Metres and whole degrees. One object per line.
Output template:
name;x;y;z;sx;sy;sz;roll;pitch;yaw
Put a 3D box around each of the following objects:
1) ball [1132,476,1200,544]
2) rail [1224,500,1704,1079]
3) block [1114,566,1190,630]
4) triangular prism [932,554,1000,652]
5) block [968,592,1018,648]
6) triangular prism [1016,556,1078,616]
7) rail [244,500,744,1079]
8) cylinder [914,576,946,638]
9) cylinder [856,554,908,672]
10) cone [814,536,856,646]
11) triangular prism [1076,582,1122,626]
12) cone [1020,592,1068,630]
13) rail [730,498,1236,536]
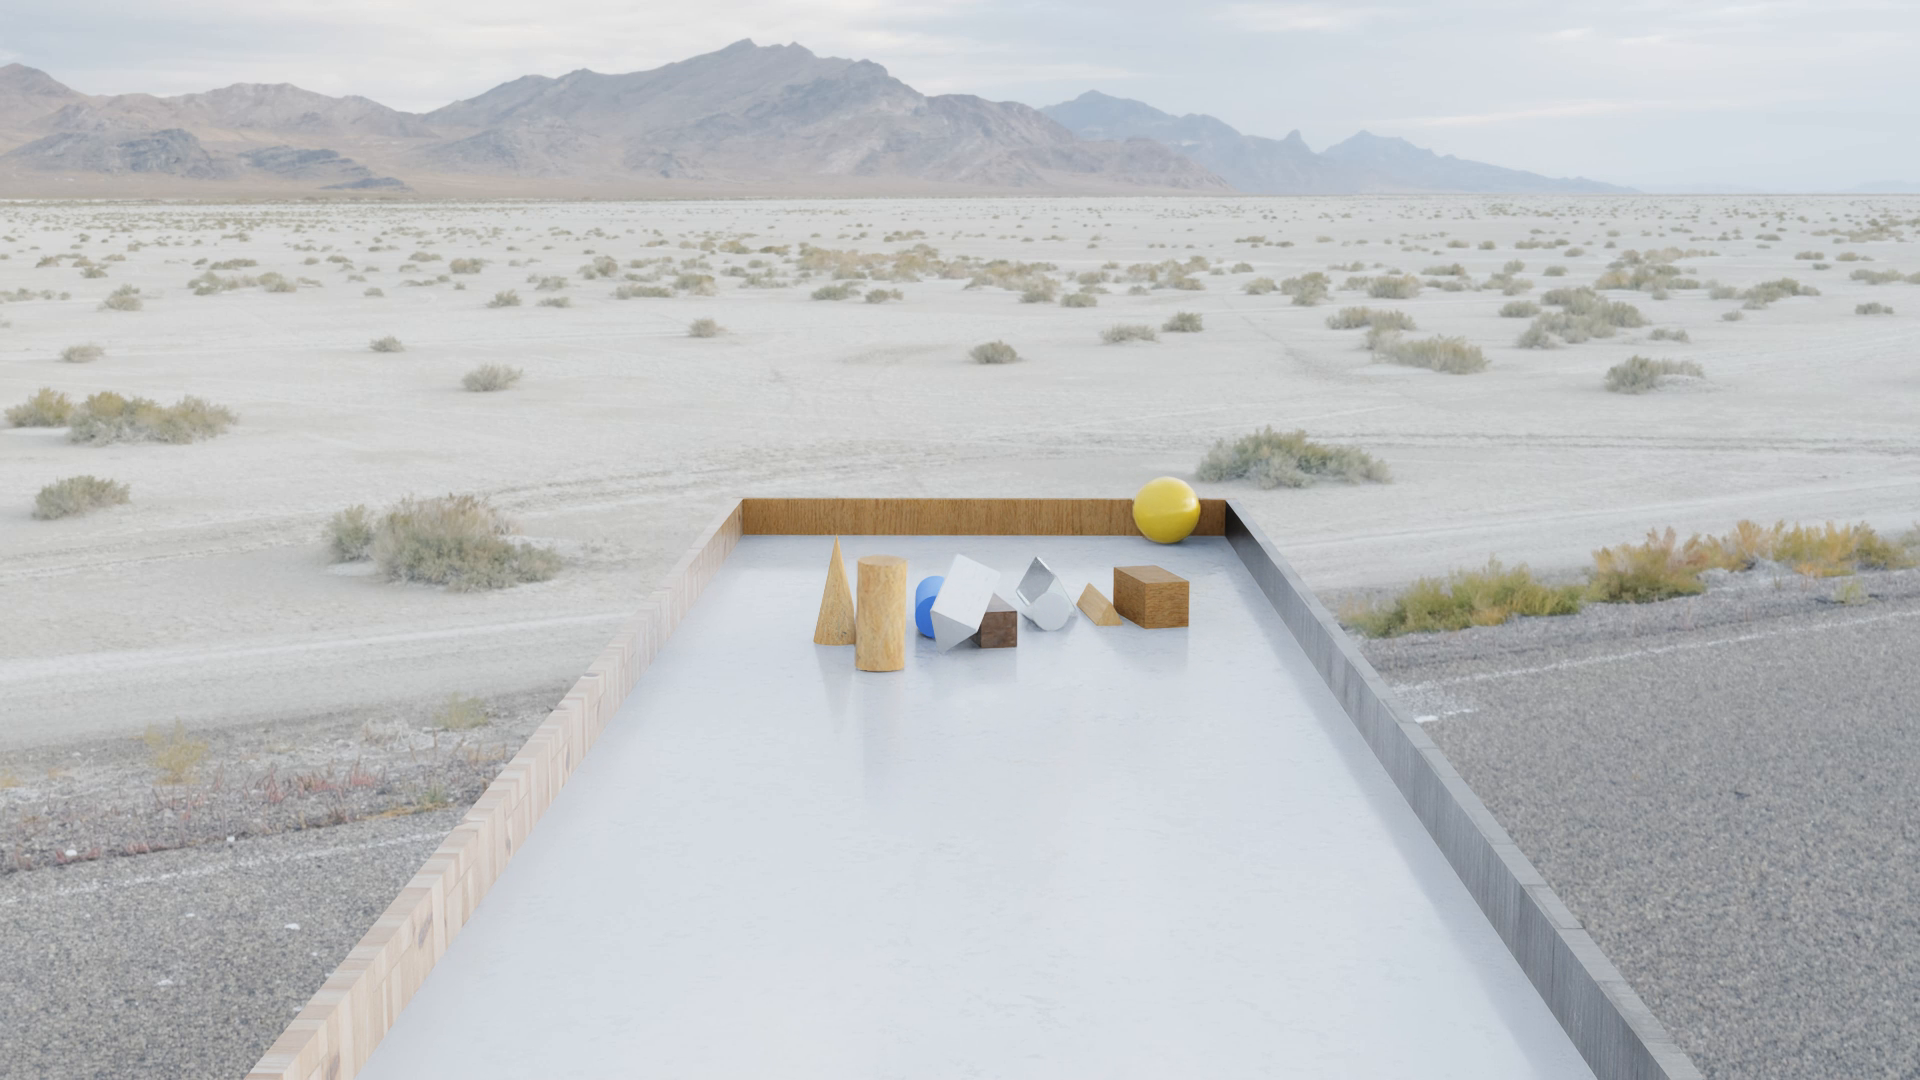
ball;0.836;-0.123;8.914;0.272;0.272;0.272;0;9;0
rail;1.046;0.843;3.208;0.050;0.150;12.000;0;9;1
block;0.636;0.188;7.339;0.151;0.151;0.329;-2;9;-14
triangular prism;-0.008;0.180;6.889;0.154;0.133;0.357;-33;17;27
block;0.085;0.252;7.047;0.116;0.116;0.364;-2;9;-12
triangular prism;0.297;0.155;7.587;0.152;0.131;0.432;-1;9;-7
rail;-1.004;0.839;3.234;0.050;0.150;12.000;0;9;1
cylinder;-0.079;0.216;7.206;0.137;0.137;0.375;0;9;-1
cylinder;-0.235;0.219;6.564;0.148;0.325;0.148;2;12;0
cone;-0.389;0.149;6.964;0.155;0.345;0.155;0;9;0
triangular prism;0.469;0.213;7.407;0.088;0.076;0.371;-1;9;-7
cone;0.248;0.239;7.306;0.125;0.125;0.337;-3;-1;-16
rail;0.099;-0.098;9.147;2.100;0.150;0.050;0;9;1
